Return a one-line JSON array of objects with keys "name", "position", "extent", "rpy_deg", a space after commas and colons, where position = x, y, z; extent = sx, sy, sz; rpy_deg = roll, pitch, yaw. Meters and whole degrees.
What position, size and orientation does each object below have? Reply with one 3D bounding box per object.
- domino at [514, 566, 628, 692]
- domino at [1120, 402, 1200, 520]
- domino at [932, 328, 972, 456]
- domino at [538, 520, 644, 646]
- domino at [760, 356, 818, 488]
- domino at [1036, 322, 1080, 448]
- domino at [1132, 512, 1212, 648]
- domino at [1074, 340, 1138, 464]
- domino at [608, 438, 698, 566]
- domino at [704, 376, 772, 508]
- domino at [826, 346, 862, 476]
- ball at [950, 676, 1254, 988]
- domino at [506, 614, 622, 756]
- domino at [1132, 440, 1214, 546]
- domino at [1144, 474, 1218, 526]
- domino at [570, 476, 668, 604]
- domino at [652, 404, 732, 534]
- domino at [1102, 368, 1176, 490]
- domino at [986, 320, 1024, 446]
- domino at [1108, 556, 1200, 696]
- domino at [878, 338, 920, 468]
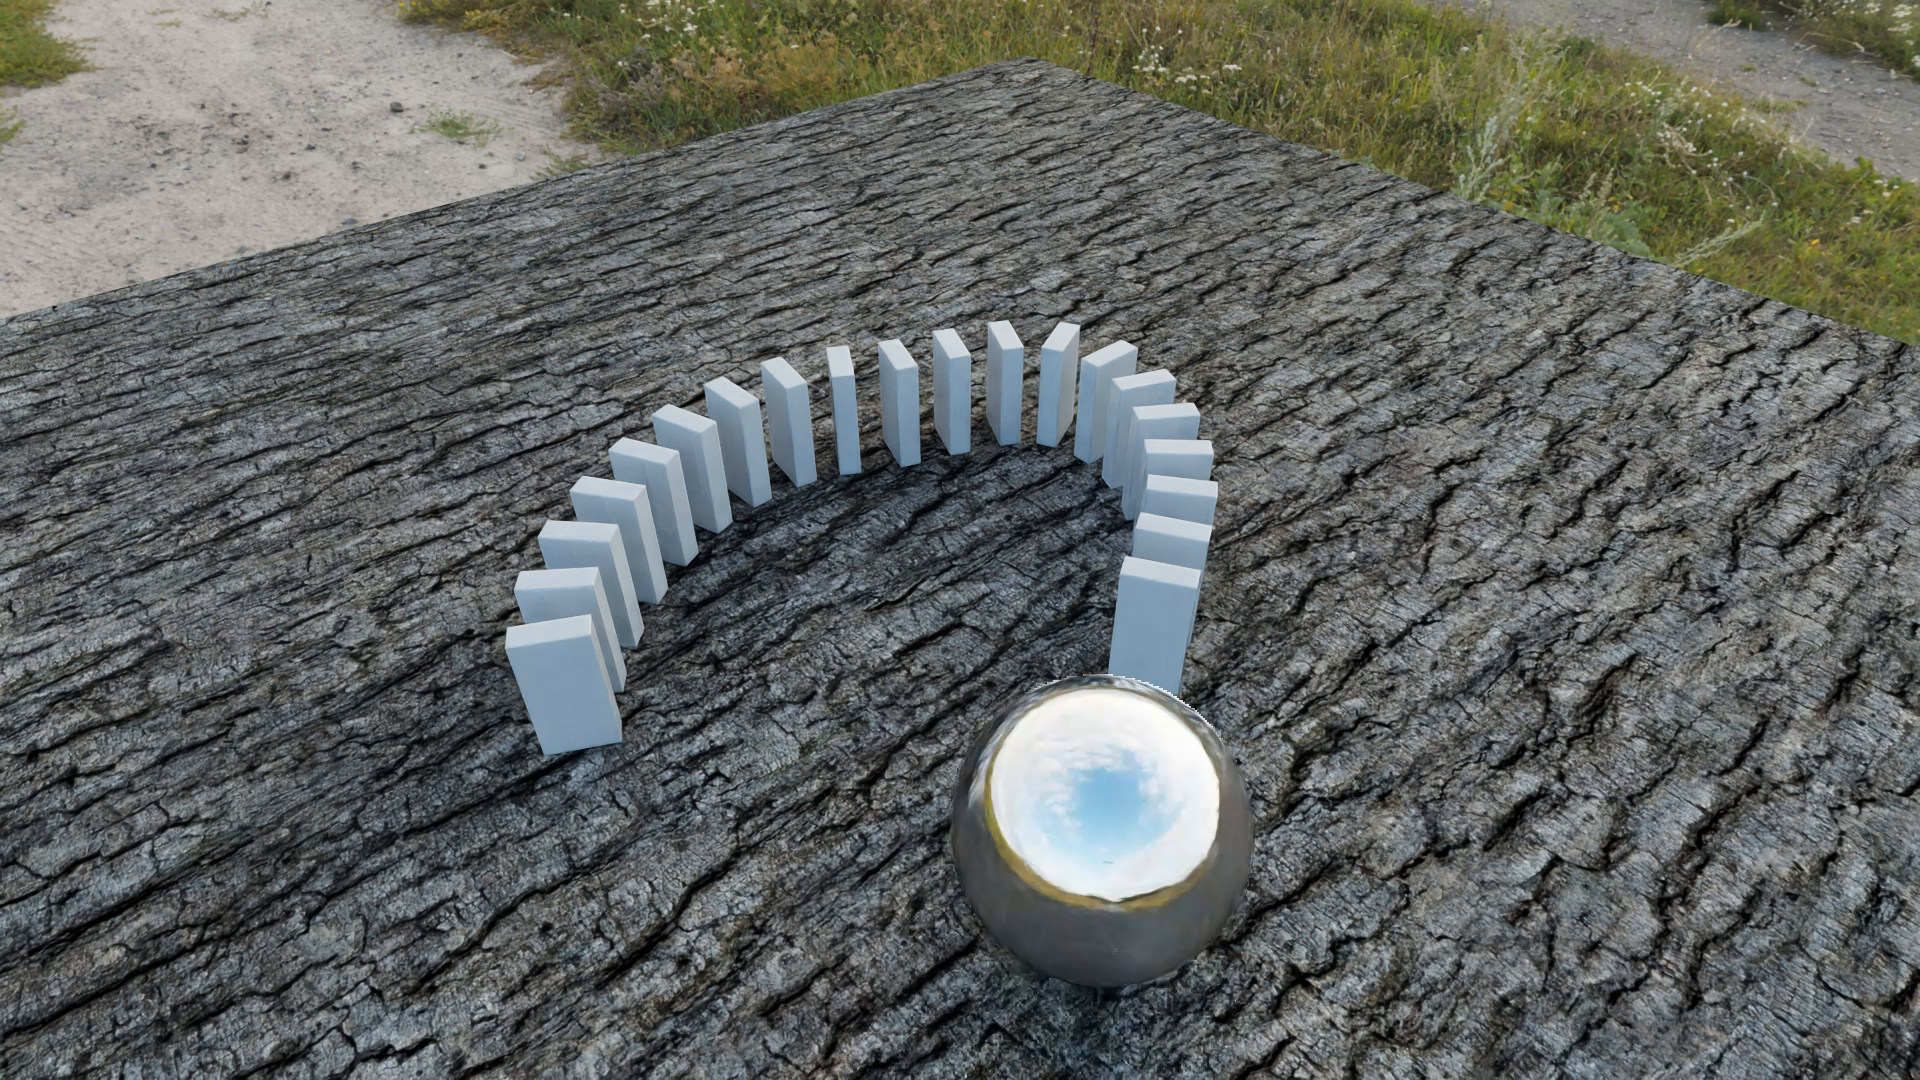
[{"name": "domino", "position": [-0.131, 0.032, 0.373], "extent": [0.025, 0.050, 0.009], "rpy_deg": [-3, 39, -4]}, {"name": "domino", "position": [0.082, -0.032, 0.450], "extent": [0.025, 0.050, 0.009], "rpy_deg": [-5, 40, -6]}, {"name": "domino", "position": [-0.004, -0.066, 0.492], "extent": [0.009, 0.050, 0.025], "rpy_deg": [-12, 41, -14]}, {"name": "domino", "position": [-0.131, 0.016, 0.392], "extent": [0.025, 0.050, 0.009], "rpy_deg": [3, 39, 4]}, {"name": "domino", "position": [-0.073, -0.050, 0.473], "extent": [0.009, 0.050, 0.025], "rpy_deg": [-22, 44, -25]}, {"name": "domino", "position": [0.044, -0.070, 0.497], "extent": [0.009, 0.050, 0.025], "rpy_deg": [15, 42, 17]}, {"name": "domino", "position": [0.073, 0.015, 0.393], "extent": [0.025, 0.050, 0.009], "rpy_deg": [12, 41, 14]}, {"name": "domino", "position": [0.064, -0.061, 0.485], "extent": [0.025, 0.050, 0.009], "rpy_deg": [-29, 47, -30]}, {"name": "domino", "position": [-0.119, -0.014, 0.429], "extent": [0.025, 0.050, 0.010], "rpy_deg": [14, 41, 17]}, {"name": "domino", "position": [-0.093, -0.041, 0.461], "extent": [0.009, 0.050, 0.025], "rpy_deg": [-32, 49, -33]}, {"name": "domino", "position": [-0.051, -0.056, 0.480], "extent": [0.010, 0.050, 0.025], "rpy_deg": [-7, 40, -8]}, {"name": "ball", "position": [0.037, 0.077, 0.294], "extent": [0.080, 0.080, 0.080], "rpy_deg": [0, 39, 0]}, {"name": "domino", "position": [-0.126, 0.047, 0.354], "extent": [0.025, 0.050, 0.009], "rpy_deg": [-9, 40, -11]}, {"name": "domino", "position": [0.083, -0.016, 0.431], "extent": [0.025, 0.050, 0.010], "rpy_deg": [1, 39, 1]}, {"name": "domino", "position": [0.080, 0.000, 0.412], "extent": [0.025, 0.050, 0.009], "rpy_deg": [7, 40, 9]}, {"name": "domino", "position": [-0.127, 0.001, 0.411], "extent": [0.025, 0.050, 0.010], "rpy_deg": [9, 40, 10]}, {"name": "domino", "position": [-0.108, -0.028, 0.446], "extent": [0.025, 0.050, 0.009], "rpy_deg": [21, 44, 23]}, {"name": "domino", "position": [0.076, -0.047, 0.469], "extent": [0.025, 0.050, 0.009], "rpy_deg": [-13, 41, -15]}, {"name": "domino", "position": [0.020, -0.071, 0.498], "extent": [0.009, 0.050, 0.025], "rpy_deg": [-9, 40, -11]}, {"name": "domino", "position": [0.066, 0.030, 0.375], "extent": [0.025, 0.050, 0.009], "rpy_deg": [11, 41, 13]}, {"name": "domino", "position": [-0.027, -0.060, 0.485], "extent": [0.010, 0.050, 0.025], "rpy_deg": [-14, 41, -17]}]
